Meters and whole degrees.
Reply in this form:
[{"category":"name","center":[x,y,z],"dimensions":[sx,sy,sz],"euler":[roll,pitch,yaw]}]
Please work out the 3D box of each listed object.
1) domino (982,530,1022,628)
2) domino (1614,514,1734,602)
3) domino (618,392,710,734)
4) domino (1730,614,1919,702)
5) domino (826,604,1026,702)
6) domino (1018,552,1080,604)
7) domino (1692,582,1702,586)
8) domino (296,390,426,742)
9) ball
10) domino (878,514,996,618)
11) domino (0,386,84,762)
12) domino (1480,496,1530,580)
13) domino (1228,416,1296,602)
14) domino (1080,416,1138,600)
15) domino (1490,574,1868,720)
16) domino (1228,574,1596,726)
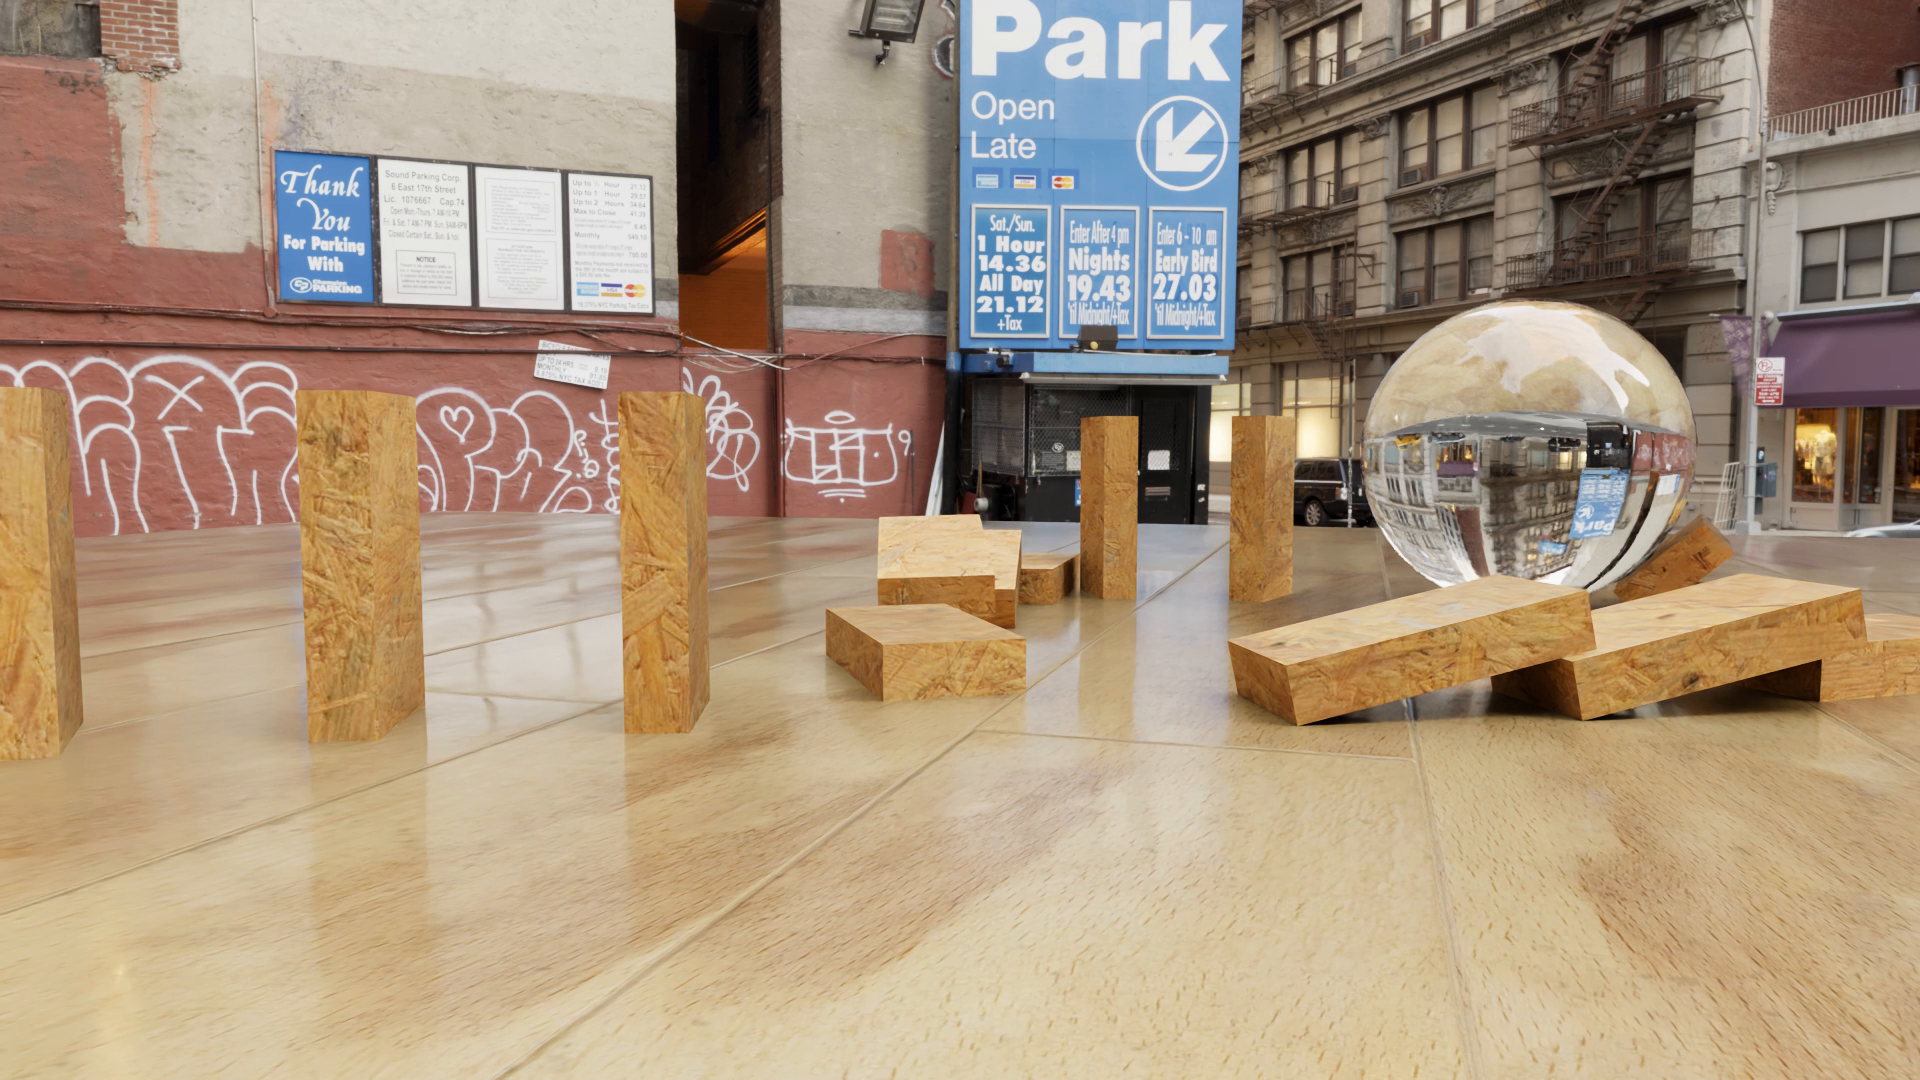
[{"category":"domino","center":[0.002,0.009,0.320],"dimensions":[0.025,0.010,0.050],"euler":[0,16,4]},{"category":"domino","center":[0.181,0.006,0.325],"dimensions":[0.025,0.010,0.050],"euler":[-46,-18,24]},{"category":"domino","center":[-0.045,0.003,0.199],"dimensions":[0.009,0.050,0.025],"euler":[0,4,-4]},{"category":"domino","center":[0.162,0.021,0.231],"dimensions":[0.050,0.010,0.025],"euler":[-1,5,-19]},{"category":"domino","center":[-0.008,0.020,0.239],"dimensions":[0.025,0.010,0.050],"euler":[-1,4,-17]},{"category":"domino","center":[0.018,0.010,0.366],"dimensions":[0.025,0.010,0.050],"euler":[1,4,14]},{"category":"domino","center":[0.174,0.017,0.281],"dimensions":[0.025,0.010,0.050],"euler":[3,5,32]},{"category":"domino","center":[-0.090,0.003,0.194],"dimensions":[0.010,0.050,0.025],"euler":[-1,4,-8]},{"category":"ball","center":[0.146,-0.023,0.334],"dimensions":[0.080,0.080,0.080],"euler":[0,4,0]},{"category":"domino","center":[-0.006,0.005,0.298],"dimensions":[0.025,0.010,0.050],"euler":[-2,16,-3]},{"category":"domino","center":[-0.133,0.004,0.182],"dimensions":[0.010,0.050,0.025],"euler":[-2,5,-28]},{"category":"domino","center":[0.171,0.000,0.405],"dimensions":[0.010,0.025,0.050],"euler":[1,5,18]},{"category":"domino","center":[0.084,-0.009,0.356],"dimensions":[0.010,0.050,0.025],"euler":[3,5,32]},{"category":"domino","center":[0.042,-0.010,0.363],"dimensions":[0.010,0.050,0.025],"euler":[-1,4,-9]},{"category":"domino","center":[0.117,0.017,0.212],"dimensions":[0.050,0.010,0.025],"euler":[-13,6,-7]},{"category":"domino","center":[0.072,0.017,0.209],"dimensions":[0.050,0.010,0.025],"euler":[-13,6,-7]}]
